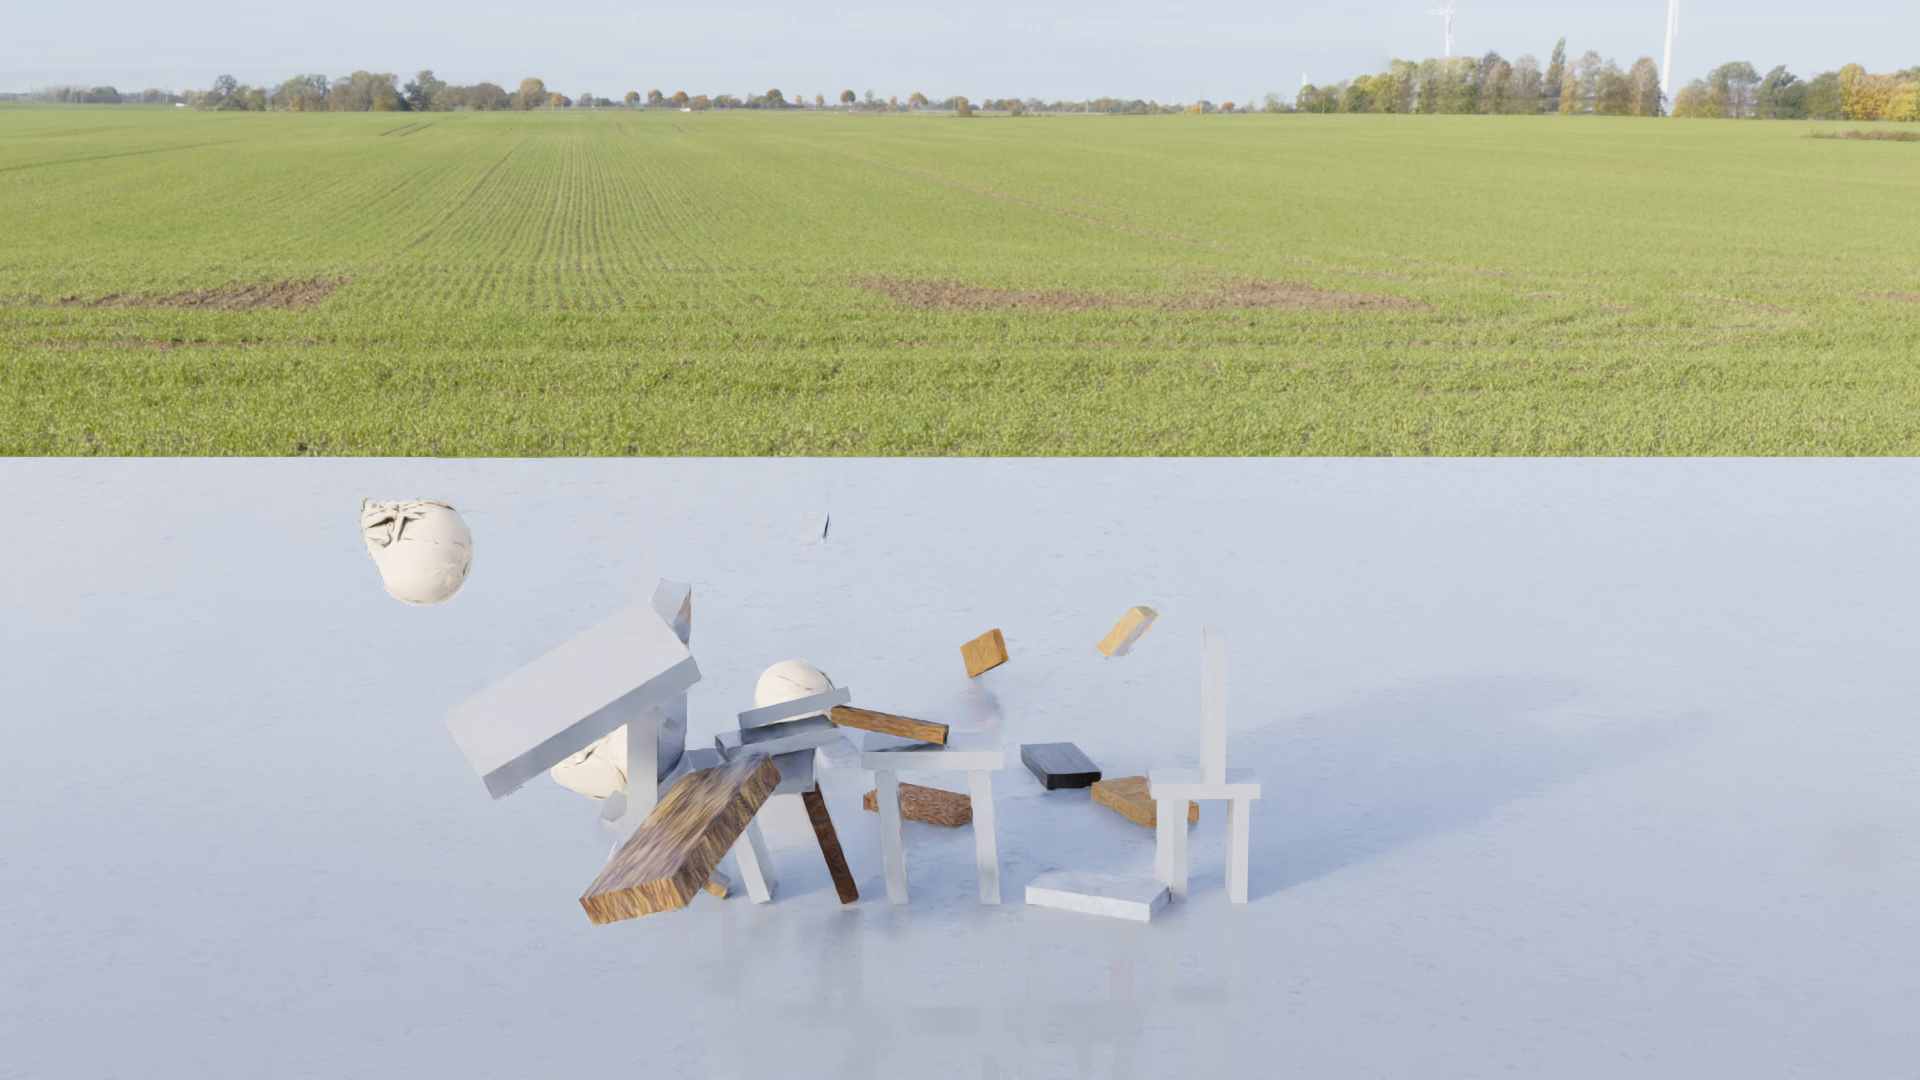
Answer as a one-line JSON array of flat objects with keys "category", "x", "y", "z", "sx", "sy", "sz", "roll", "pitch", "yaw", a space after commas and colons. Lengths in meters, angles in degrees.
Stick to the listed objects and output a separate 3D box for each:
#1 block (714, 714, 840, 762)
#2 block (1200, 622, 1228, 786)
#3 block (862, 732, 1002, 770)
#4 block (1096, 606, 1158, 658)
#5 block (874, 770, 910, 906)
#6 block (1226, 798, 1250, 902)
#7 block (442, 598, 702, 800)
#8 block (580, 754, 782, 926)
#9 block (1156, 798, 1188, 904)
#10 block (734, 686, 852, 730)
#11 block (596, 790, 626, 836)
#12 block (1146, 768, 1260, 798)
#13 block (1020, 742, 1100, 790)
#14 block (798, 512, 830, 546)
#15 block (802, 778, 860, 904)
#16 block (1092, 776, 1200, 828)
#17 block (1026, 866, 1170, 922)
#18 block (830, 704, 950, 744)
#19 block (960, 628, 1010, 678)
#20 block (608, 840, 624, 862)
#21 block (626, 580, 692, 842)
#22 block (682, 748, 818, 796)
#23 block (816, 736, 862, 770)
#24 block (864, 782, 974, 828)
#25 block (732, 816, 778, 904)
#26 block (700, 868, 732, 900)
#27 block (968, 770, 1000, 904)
[{"category": "block", "x": -0.297, "y": 0.323, "z": 3.573, "sx": 0.185, "sy": 0.026, "sz": 0.093, "roll": -9, "pitch": 11, "yaw": -17}, {"category": "block", "x": 0.416, "y": 0.268, "z": 3.608, "sx": 0.029, "sy": 0.248, "sz": 0.104, "roll": 0, "pitch": 11, "yaw": 0}, {"category": "block", "x": -0.045, "y": 0.348, "z": 3.625, "sx": 0.228, "sy": 0.032, "sz": 0.114, "roll": 0, "pitch": 11, "yaw": 0}, {"category": "block", "x": 0.319, "y": 0.173, "z": 4.170, "sx": 0.029, "sy": 0.104, "sz": 0.208, "roll": 43, "pitch": 7, "yaw": 10}, {"category": "block", "x": -0.112, "y": 0.477, "z": 3.650, "sx": 0.032, "sy": 0.228, "sz": 0.114, "roll": -5, "pitch": 10, "yaw": 1}, {"category": "block", "x": 0.460, "y": 0.502, "z": 3.653, "sx": 0.025, "sy": 0.178, "sz": 0.089, "roll": 0, "pitch": 11, "yaw": 0}, {"category": "block", "x": -0.563, "y": 0.227, "z": 3.188, "sx": 0.341, "sy": 0.048, "sz": 0.171, "roll": -30, "pitch": 40, "yaw": -15}, {"category": "block", "x": -0.414, "y": 0.446, "z": 3.301, "sx": 0.171, "sy": 0.048, "sz": 0.341, "roll": -17, "pitch": 19, "yaw": 28}, {"category": "block", "x": 0.352, "y": 0.503, "z": 3.651, "sx": 0.025, "sy": 0.178, "sz": 0.089, "roll": -2, "pitch": 11, "yaw": -12}, {"category": "block", "x": -0.275, "y": 0.276, "z": 3.610, "sx": 0.185, "sy": 0.026, "sz": 0.093, "roll": -13, "pitch": -3, "yaw": -10}, {"category": "block", "x": -0.529, "y": 0.466, "z": 3.632, "sx": 0.126, "sy": 0.018, "sz": 0.063, "roll": 26, "pitch": 42, "yaw": -2}, {"category": "block", "x": 0.401, "y": 0.402, "z": 3.634, "sx": 0.178, "sy": 0.025, "sz": 0.089, "roll": 0, "pitch": 11, "yaw": 0}, {"category": "block", "x": 0.198, "y": 0.446, "z": 4.359, "sx": 0.107, "sy": 0.030, "sz": 0.213, "roll": -2, "pitch": 11, "yaw": -13}, {"category": "block", "x": -0.430, "y": -0.032, "z": 6.500, "sx": 0.076, "sy": 0.022, "sz": 0.152, "roll": -10, "pitch": 28, "yaw": 8}, {"category": "block", "x": -0.218, "y": 0.482, "z": 3.607, "sx": 0.030, "sy": 0.215, "sz": 0.108, "roll": -19, "pitch": 32, "yaw": -4}, {"category": "block", "x": 0.347, "y": 0.490, "z": 4.125, "sx": 0.107, "sy": 0.030, "sz": 0.213, "roll": -5, "pitch": 12, "yaw": -26}, {"category": "block", "x": 0.227, "y": 0.583, "z": 3.624, "sx": 0.213, "sy": 0.030, "sz": 0.107, "roll": 5, "pitch": 11, "yaw": 23}, {"category": "block", "x": -0.114, "y": 0.300, "z": 3.589, "sx": 0.185, "sy": 0.026, "sz": 0.093, "roll": 10, "pitch": -1, "yaw": 5}, {"category": "block", "x": 0.056, "y": 0.261, "z": 5.065, "sx": 0.022, "sy": 0.076, "sz": 0.152, "roll": -11, "pitch": -12, "yaw": -32}, {"category": "block", "x": -0.525, "y": 0.548, "z": 3.661, "sx": 0.126, "sy": 0.018, "sz": 0.063, "roll": 33, "pitch": 8, "yaw": -8}, {"category": "block", "x": -0.478, "y": 0.292, "z": 3.482, "sx": 0.048, "sy": 0.443, "sz": 0.171, "roll": 11, "pitch": 35, "yaw": 5}, {"category": "block", "x": -0.341, "y": 0.374, "z": 3.566, "sx": 0.215, "sy": 0.030, "sz": 0.108, "roll": -6, "pitch": 29, "yaw": 1}, {"category": "block", "x": -0.250, "y": 0.431, "z": 4.462, "sx": 0.076, "sy": 0.022, "sz": 0.152, "roll": -3, "pitch": 11, "yaw": -17}, {"category": "block", "x": -0.065, "y": 0.494, "z": 4.107, "sx": 0.208, "sy": 0.029, "sz": 0.104, "roll": 7, "pitch": 13, "yaw": 34}, {"category": "block", "x": -0.358, "y": 0.484, "z": 3.651, "sx": 0.030, "sy": 0.215, "sz": 0.108, "roll": -17, "pitch": 10, "yaw": 4}, {"category": "block", "x": -0.442, "y": 0.549, "z": 3.663, "sx": 0.126, "sy": 0.018, "sz": 0.063, "roll": 33, "pitch": 9, "yaw": -5}, {"category": "block", "x": 0.040, "y": 0.477, "z": 3.650, "sx": 0.032, "sy": 0.228, "sz": 0.114, "roll": -5, "pitch": 10, "yaw": 1}]
